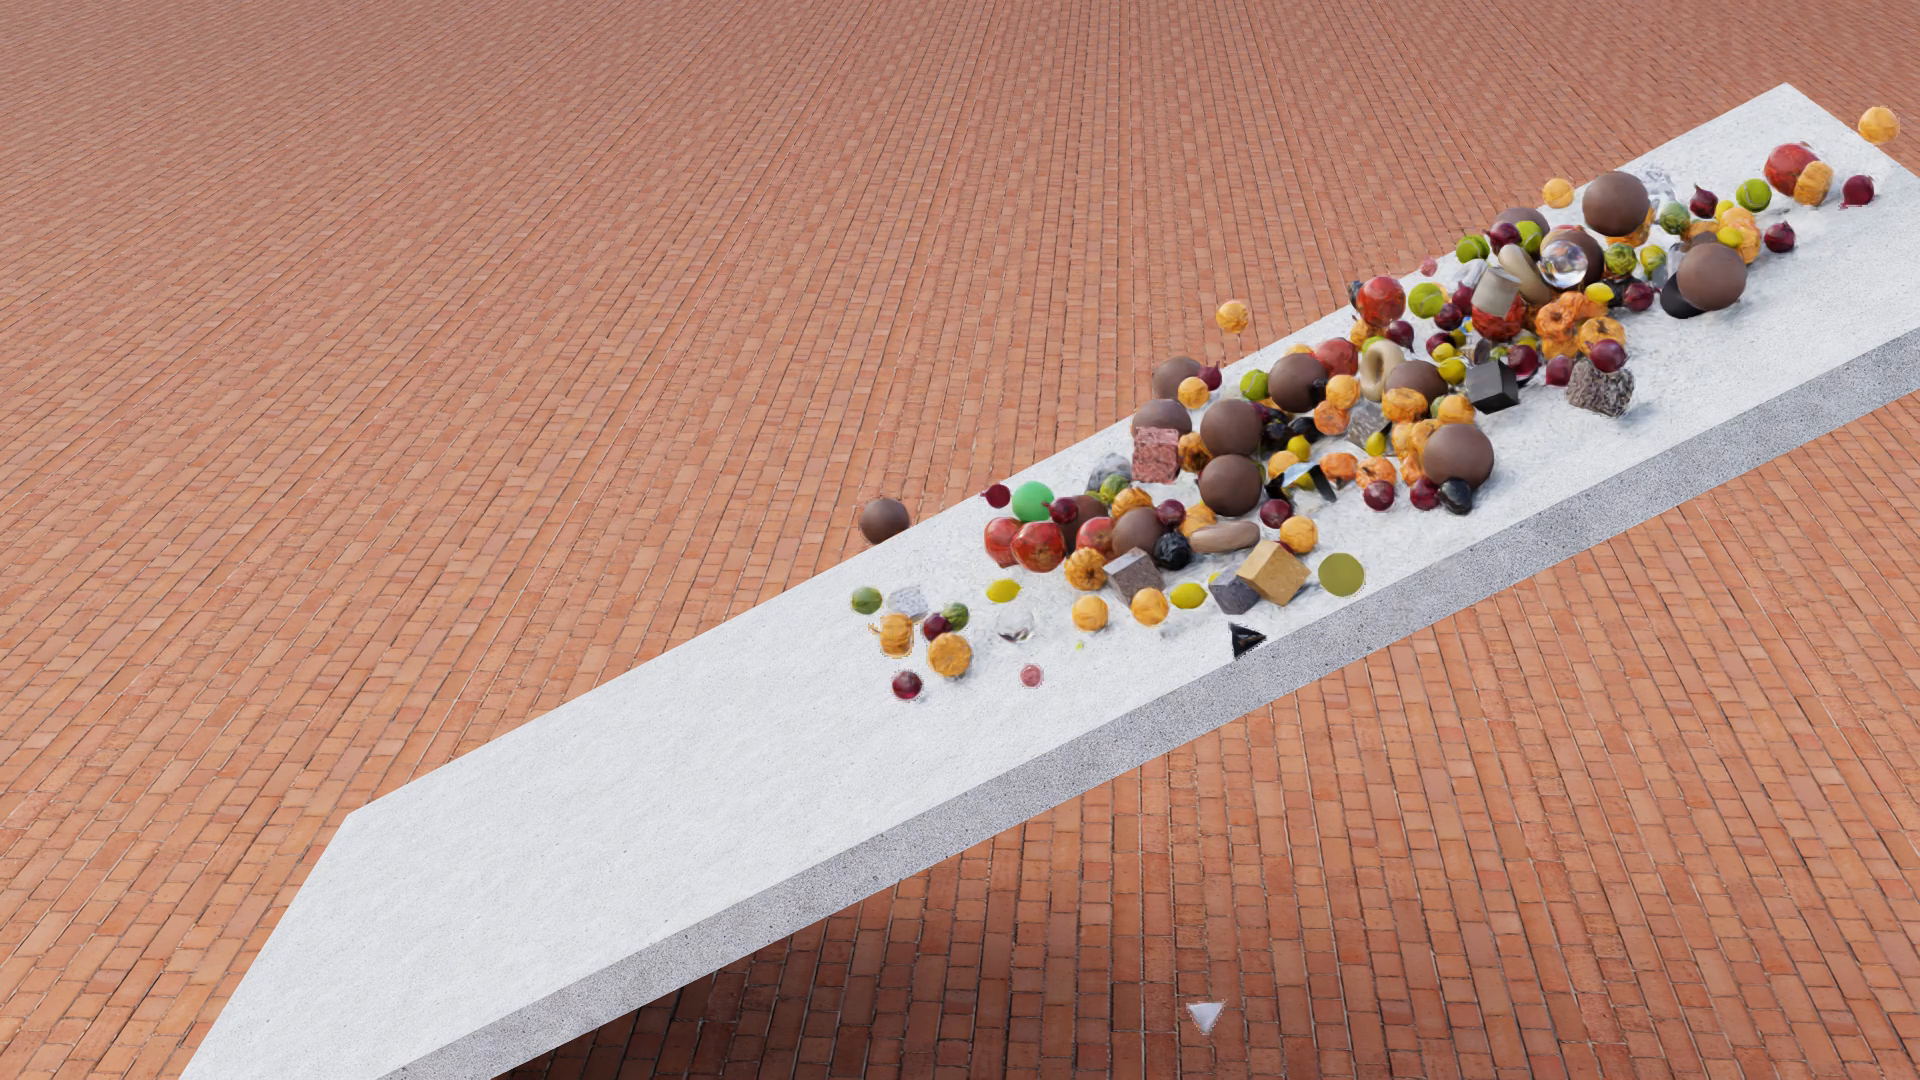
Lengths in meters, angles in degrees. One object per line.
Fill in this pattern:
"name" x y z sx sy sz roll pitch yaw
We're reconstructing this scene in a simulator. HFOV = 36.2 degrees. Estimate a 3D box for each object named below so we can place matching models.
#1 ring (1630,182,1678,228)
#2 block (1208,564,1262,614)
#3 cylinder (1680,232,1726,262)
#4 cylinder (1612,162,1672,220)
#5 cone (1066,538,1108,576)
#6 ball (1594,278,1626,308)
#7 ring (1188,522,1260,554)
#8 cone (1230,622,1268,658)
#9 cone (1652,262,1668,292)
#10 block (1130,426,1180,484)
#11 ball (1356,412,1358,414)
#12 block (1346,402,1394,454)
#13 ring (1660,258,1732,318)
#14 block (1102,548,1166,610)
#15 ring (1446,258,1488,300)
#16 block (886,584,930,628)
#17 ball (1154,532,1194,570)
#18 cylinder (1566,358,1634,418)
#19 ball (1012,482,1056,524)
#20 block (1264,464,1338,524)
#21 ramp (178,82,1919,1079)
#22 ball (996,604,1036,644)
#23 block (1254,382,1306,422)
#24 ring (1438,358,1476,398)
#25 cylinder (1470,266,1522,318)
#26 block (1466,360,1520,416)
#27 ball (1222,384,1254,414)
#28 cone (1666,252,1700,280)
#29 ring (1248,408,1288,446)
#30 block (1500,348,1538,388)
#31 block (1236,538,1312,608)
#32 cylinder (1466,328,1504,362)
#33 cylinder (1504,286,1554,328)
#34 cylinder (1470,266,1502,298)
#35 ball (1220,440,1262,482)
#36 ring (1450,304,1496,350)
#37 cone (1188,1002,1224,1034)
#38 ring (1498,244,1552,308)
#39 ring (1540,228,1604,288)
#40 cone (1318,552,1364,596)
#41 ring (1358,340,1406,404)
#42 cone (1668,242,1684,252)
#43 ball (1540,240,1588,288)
"ring" 1.452 -0.700 6.161 0.106 0.106 0.035 15 -13 39
"block" 0.515 0.092 5.458 0.065 0.065 0.065 -39 17 -23
"cylinder" 1.468 -0.569 5.821 0.071 0.071 0.071 -1 -4 -4
"cylinder" 1.479 -0.754 6.376 0.094 0.094 0.094 13 41 36
"cone" 0.274 0.039 6.185 0.082 0.082 0.082 4 18 17
"ball" 1.315 -0.500 5.945 0.062 0.062 0.062 0 18 0
"ring" 0.519 -0.005 5.769 0.144 0.048 0.144 -9 5 1
"cone" 0.517 0.175 5.226 0.065 0.065 0.065 -7 17 6
"cone" 1.415 -0.517 5.878 0.063 0.063 0.063 5 -5 16
"block" 0.405 -0.175 6.093 0.088 0.088 0.088 6 23 6
"ball" 0.834 -0.245 6.035 0.050 0.050 0.050 0 18 0
"block" 0.823 -0.224 5.907 0.061 0.061 0.061 35 52 20
"ring" 1.421 -0.485 5.674 0.148 0.049 0.148 -31 25 16
"block" 0.345 0.076 5.822 0.083 0.083 0.083 -31 14 -6
"ring" 1.052 -0.540 6.097 0.106 0.035 0.106 -43 16 15
"block" -0.114 0.144 6.436 0.065 0.065 0.065 -18 -14 -17
"ball" 0.425 0.023 5.856 0.077 0.077 0.077 0 18 0
"cylinder" 1.155 -0.275 5.307 0.089 0.089 0.089 15 16 -9
"ball" 0.161 -0.081 6.457 0.096 0.096 0.096 0 18 0
"block" 0.667 -0.092 5.761 0.085 0.085 0.085 -35 15 -21
"ramp" 0.141 0.167 6.282 4.000 0.100 2.000 -27 14 11
"ball" 0.114 0.171 5.949 0.081 0.081 0.081 0 18 0
"block" 0.701 -0.298 6.444 0.068 0.068 0.068 -40 18 -33
"ring" 1.008 -0.328 5.962 0.032 0.095 0.095 34 4 -24
"cylinder" 1.021 -0.472 5.600 0.074 0.074 0.074 20 18 -7
"block" 1.024 -0.294 5.654 0.071 0.071 0.071 -19 -28 32
"ball" 0.630 -0.318 6.654 0.070 0.070 0.070 0 18 0
"cone" 1.415 -0.500 5.783 0.097 0.097 0.097 26 -12 6
"ring" 0.653 -0.240 6.232 0.086 0.086 0.029 0 26 1
"block" 1.099 -0.336 5.796 0.054 0.054 0.054 -19 32 37
"block" 0.572 0.060 5.375 0.083 0.083 0.083 39 -5 -17
"cylinder" 1.064 -0.387 5.959 0.060 0.060 0.060 -4 47 -12
"cylinder" 1.184 -0.503 6.163 0.085 0.085 0.085 -37 33 -21
"cylinder" 1.153 -0.535 6.328 0.091 0.091 0.091 -30 20 0
"ball" 0.588 -0.165 6.169 0.086 0.086 0.086 0 18 0
"ring" 1.083 -0.452 6.200 0.042 0.126 0.126 29 10 -18
"cone" 0.400 0.749 4.684 0.054 0.054 0.054 -31 23 -5
"ring" 1.142 -0.534 5.943 0.050 0.149 0.149 -37 8 19
"ring" 1.260 -0.581 6.059 0.142 0.047 0.142 12 52 -15
"cone" 0.661 0.073 5.157 0.080 0.080 0.080 -1 -18 -4
"ring" 0.878 -0.351 6.120 0.045 0.135 0.135 10 12 -27
"cone" 1.447 -0.571 5.894 0.059 0.059 0.059 4 12 12
"ball" 1.154 -0.527 5.623 0.091 0.091 0.091 0 18 0
